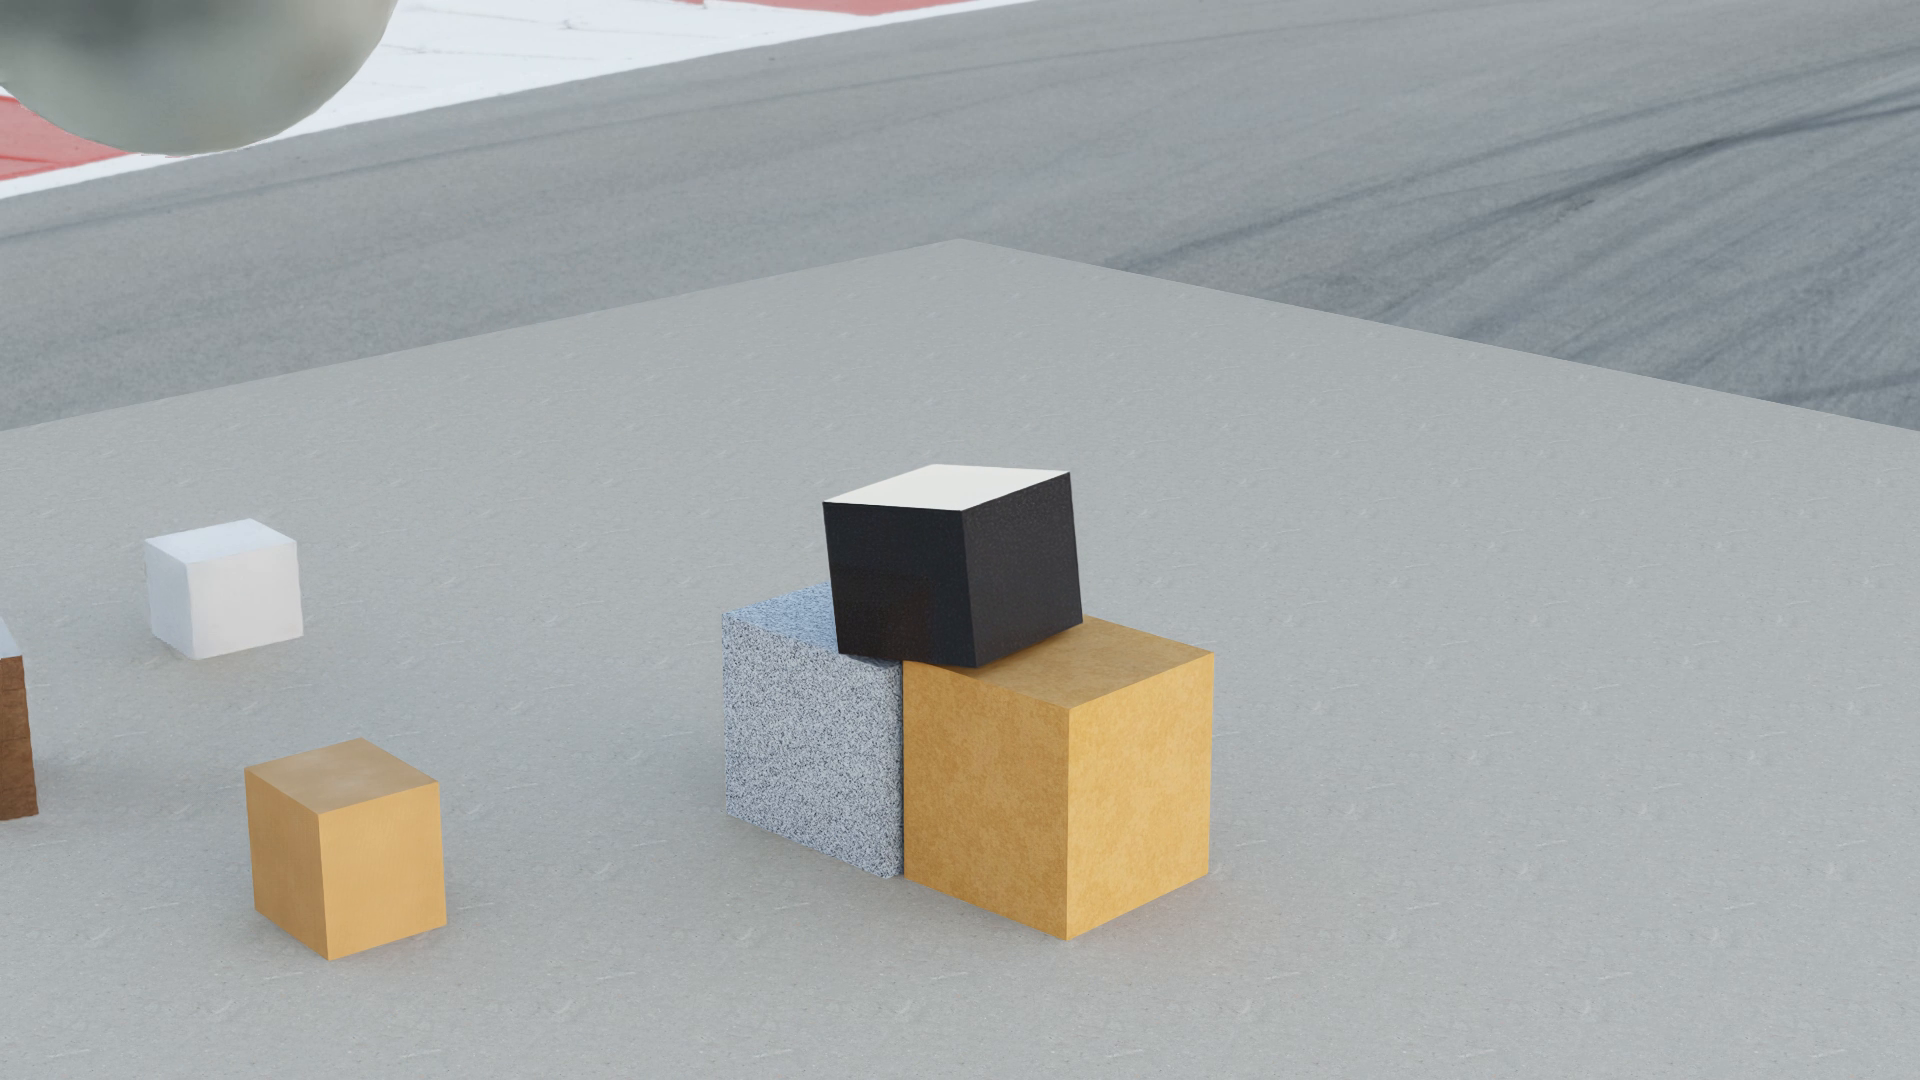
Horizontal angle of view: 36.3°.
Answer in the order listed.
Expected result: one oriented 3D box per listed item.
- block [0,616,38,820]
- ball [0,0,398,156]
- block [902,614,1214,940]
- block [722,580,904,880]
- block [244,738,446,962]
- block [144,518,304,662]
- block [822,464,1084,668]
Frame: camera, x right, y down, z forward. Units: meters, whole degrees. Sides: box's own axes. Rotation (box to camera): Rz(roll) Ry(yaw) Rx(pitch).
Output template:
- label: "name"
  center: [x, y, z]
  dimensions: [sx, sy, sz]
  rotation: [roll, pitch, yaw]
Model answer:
- label: "block"
  center: [-4.964, 0.877, 14.196]
  dimensions: [0.768, 0.815, 0.803]
  rotation: [-8, 19, -25]
- label: "ball"
  center: [-2.667, -2.100, 9.887]
  dimensions: [1.600, 1.600, 1.600]
  rotation: [0, 17, 0]
- label: "block"
  center: [0.442, 1.025, 13.285]
  dimensions: [0.986, 1.079, 0.988]
  rotation: [16, 23, 41]
- label: "block"
  center: [-0.359, 0.836, 13.987]
  dimensions: [1.105, 1.018, 1.065]
  rotation: [16, 24, 42]
- label: "block"
  center: [-2.707, 1.350, 12.916]
  dimensions: [0.579, 0.680, 0.685]
  rotation: [-14, 22, -37]
- label: "block"
  center: [-4.151, 0.273, 16.532]
  dimensions: [0.654, 0.566, 0.569]
  rotation: [-14, 22, -36]
- label: "block"
  center: [-0.026, 0.102, 13.240]
  dimensions: [0.788, 0.706, 0.807]
  rotation: [4, 16, 38]
